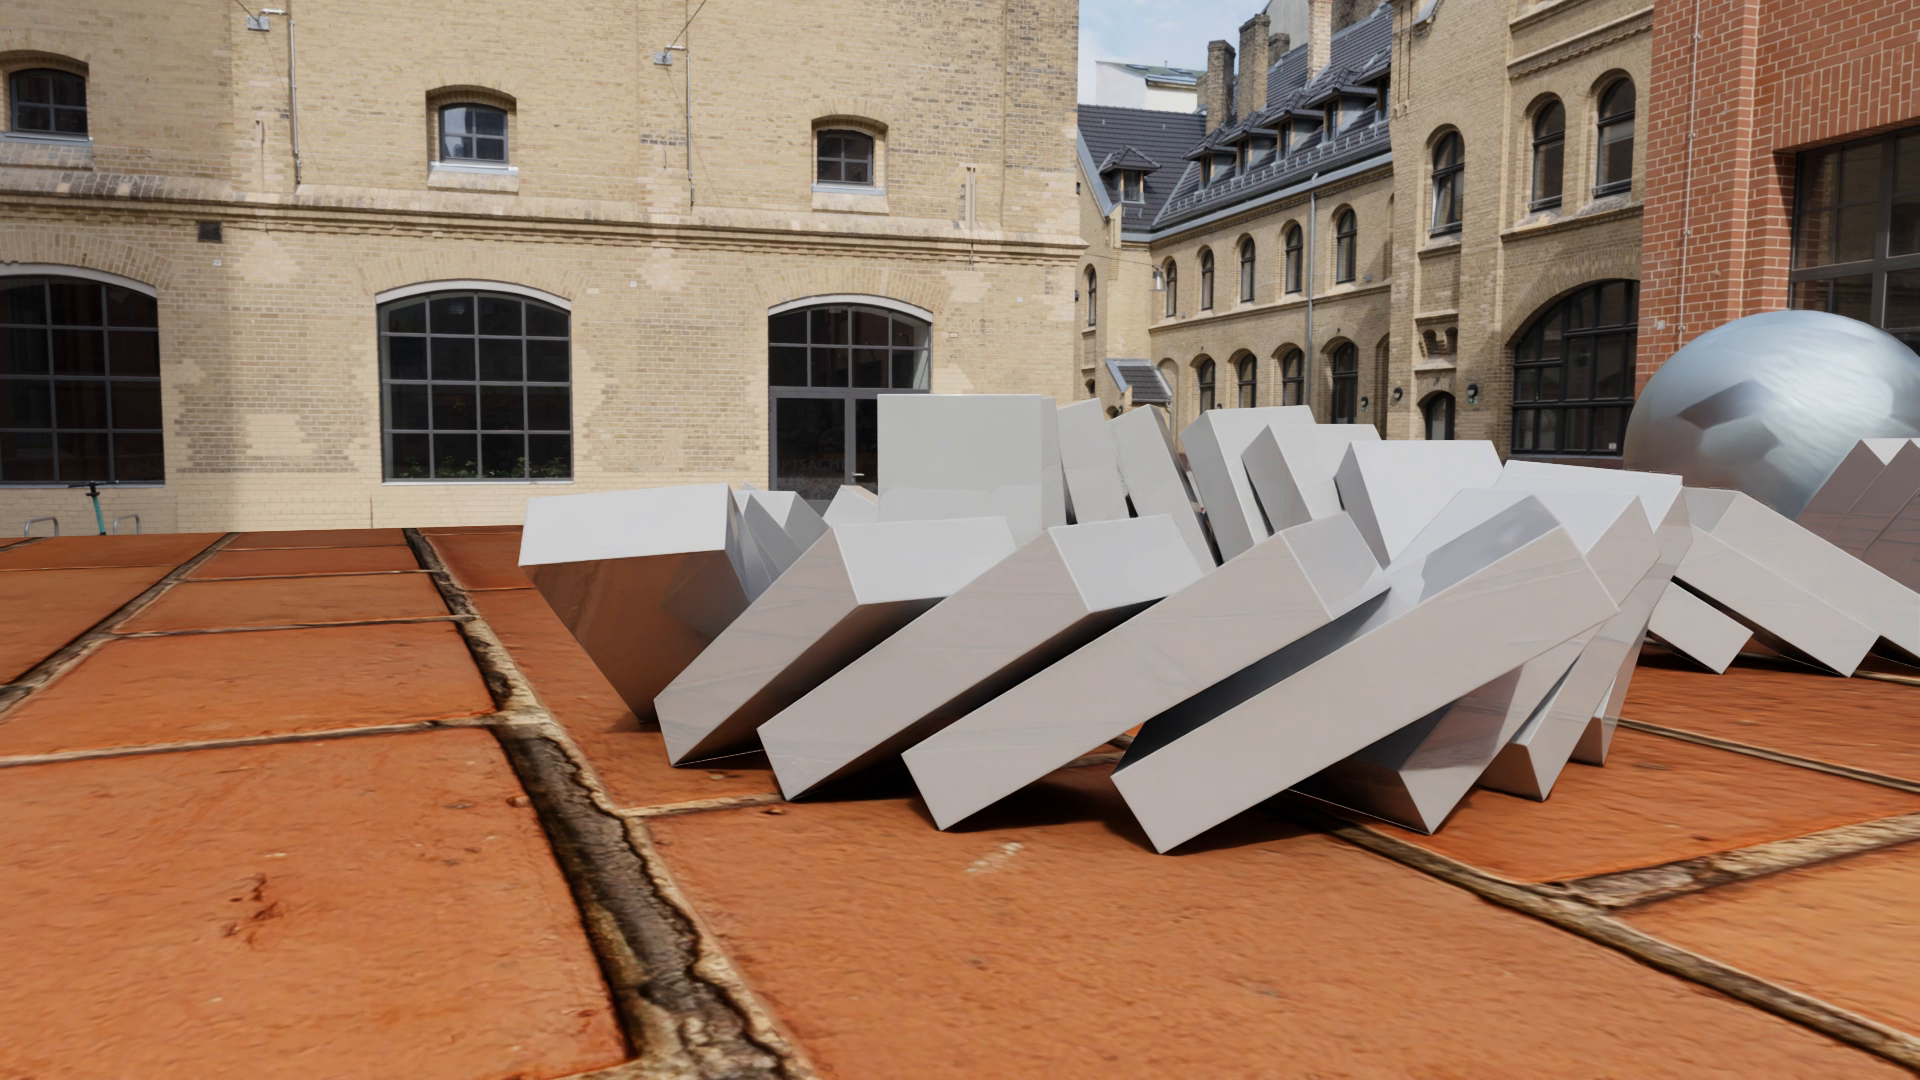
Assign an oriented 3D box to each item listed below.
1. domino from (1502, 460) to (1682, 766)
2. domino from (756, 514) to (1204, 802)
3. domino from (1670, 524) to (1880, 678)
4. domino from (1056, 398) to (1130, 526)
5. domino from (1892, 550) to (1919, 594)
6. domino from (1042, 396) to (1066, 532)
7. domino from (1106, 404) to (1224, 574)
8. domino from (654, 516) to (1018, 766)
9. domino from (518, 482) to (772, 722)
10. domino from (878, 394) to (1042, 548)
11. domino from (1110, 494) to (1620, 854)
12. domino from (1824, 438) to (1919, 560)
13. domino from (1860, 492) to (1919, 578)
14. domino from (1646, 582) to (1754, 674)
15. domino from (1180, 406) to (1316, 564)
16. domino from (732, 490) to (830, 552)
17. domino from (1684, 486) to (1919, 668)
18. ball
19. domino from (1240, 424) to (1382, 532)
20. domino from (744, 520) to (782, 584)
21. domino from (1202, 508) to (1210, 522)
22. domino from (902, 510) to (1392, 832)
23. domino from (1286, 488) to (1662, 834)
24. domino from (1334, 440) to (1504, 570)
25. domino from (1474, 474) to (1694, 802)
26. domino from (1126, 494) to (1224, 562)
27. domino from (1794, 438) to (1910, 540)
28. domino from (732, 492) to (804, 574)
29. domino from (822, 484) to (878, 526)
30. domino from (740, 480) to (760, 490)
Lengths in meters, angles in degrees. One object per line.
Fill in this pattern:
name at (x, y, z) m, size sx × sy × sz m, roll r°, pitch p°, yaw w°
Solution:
domino at (0.087, 0.008, 0.188) m, size 0.025 × 0.009 × 0.050 m, roll 9°, pitch 46°, yaw 36°
domino at (0.002, 0.014, 0.150) m, size 0.050 × 0.009 × 0.025 m, roll -36°, pitch -18°, yaw 35°
domino at (0.145, 0.007, 0.247) m, size 0.050 × 0.010 × 0.025 m, roll 32°, pitch 8°, yaw 5°
domino at (0.025, -0.001, 0.243) m, size 0.009 × 0.050 × 0.025 m, roll -16°, pitch 6°, yaw -6°
domino at (0.224, 0.000, 0.274) m, size 0.025 × 0.050 × 0.010 m, roll -1°, pitch 46°, yaw -10°
domino at (0.009, -0.001, 0.237) m, size 0.009 × 0.050 × 0.025 m, roll -9°, pitch 8°, yaw -26°
domino at (0.042, -0.001, 0.244) m, size 0.010 × 0.050 × 0.025 m, roll -23°, pitch -1°, yaw 14°
domino at (-0.016, 0.014, 0.162) m, size 0.025 × 0.009 × 0.050 m, roll -4°, pitch -25°, yaw -40°
domino at (-0.039, 0.010, 0.177) m, size 0.025 × 0.010 × 0.050 m, roll -5°, pitch -30°, yaw 2°
domino at (0.000, 0.002, 0.201) m, size 0.025 × 0.050 × 0.010 m, roll 0°, pitch 4°, yaw 0°
domino at (0.042, 0.014, 0.136) m, size 0.050 × 0.010 × 0.025 m, roll -34°, pitch -3°, yaw 20°
domino at (0.219, -0.002, 0.299) m, size 0.025 × 0.050 × 0.010 m, roll -1°, pitch 46°, yaw -10°
domino at (0.222, -0.001, 0.286) m, size 0.025 × 0.050 × 0.009 m, roll -1°, pitch 46°, yaw -10°
domino at (0.125, 0.006, 0.251) m, size 0.050 × 0.009 × 0.025 m, roll 34°, pitch 10°, yaw 7°
domino at (0.061, 0.000, 0.238) m, size 0.025 × 0.050 × 0.009 m, roll -6°, pitch -21°, yaw -28°
domino at (-0.030, 0.008, 0.237) m, size 0.025 × 0.009 × 0.050 m, roll 2°, pitch -27°, yaw 28°
domino at (0.163, 0.007, 0.246) m, size 0.050 × 0.010 × 0.025 m, roll 32°, pitch 8°, yaw 5°
ball at (0.234, -0.025, 0.365) m, size 0.080 × 0.080 × 0.080 m, roll 0°, pitch 4°, yaw 0°
domino at (0.071, 0.003, 0.226) m, size 0.025 × 0.050 × 0.009 m, roll -2°, pitch -31°, yaw -27°
domino at (-0.040, 0.010, 0.198) m, size 0.025 × 0.010 × 0.050 m, roll -2°, pitch -29°, yaw 13°
domino at (0.074, 0.005, 0.265) m, size 0.050 × 0.010 × 0.025 m, roll 35°, pitch 10°, yaw 7°
domino at (0.020, 0.014, 0.141) m, size 0.050 × 0.009 × 0.025 m, roll -34°, pitch -12°, yaw 29°
domino at (0.060, 0.012, 0.158) m, size 0.050 × 0.009 × 0.025 m, roll -41°, pitch 22°, yaw -22°
domino at (0.080, 0.005, 0.208) m, size 0.025 × 0.050 × 0.010 m, roll 0°, pitch -39°, yaw -5°
domino at (0.075, 0.011, 0.172) m, size 0.025 × 0.010 × 0.050 m, roll 8°, pitch 45°, yaw 48°
domino at (0.056, 0.006, 0.268) m, size 0.050 × 0.010 × 0.025 m, roll 31°, pitch 9°, yaw 8°
domino at (0.217, -0.003, 0.311) m, size 0.025 × 0.050 × 0.010 m, roll -1°, pitch 46°, yaw -10°
domino at (-0.036, 0.009, 0.218) m, size 0.025 × 0.010 × 0.050 m, roll 1°, pitch -28°, yaw 22°
domino at (-0.004, 0.005, 0.275) m, size 0.050 × 0.009 × 0.025 m, roll 30°, pitch 4°, yaw 2°
domino at (-0.025, 0.005, 0.268) m, size 0.050 × 0.010 × 0.025 m, roll 31°, pitch -3°, yaw -8°
